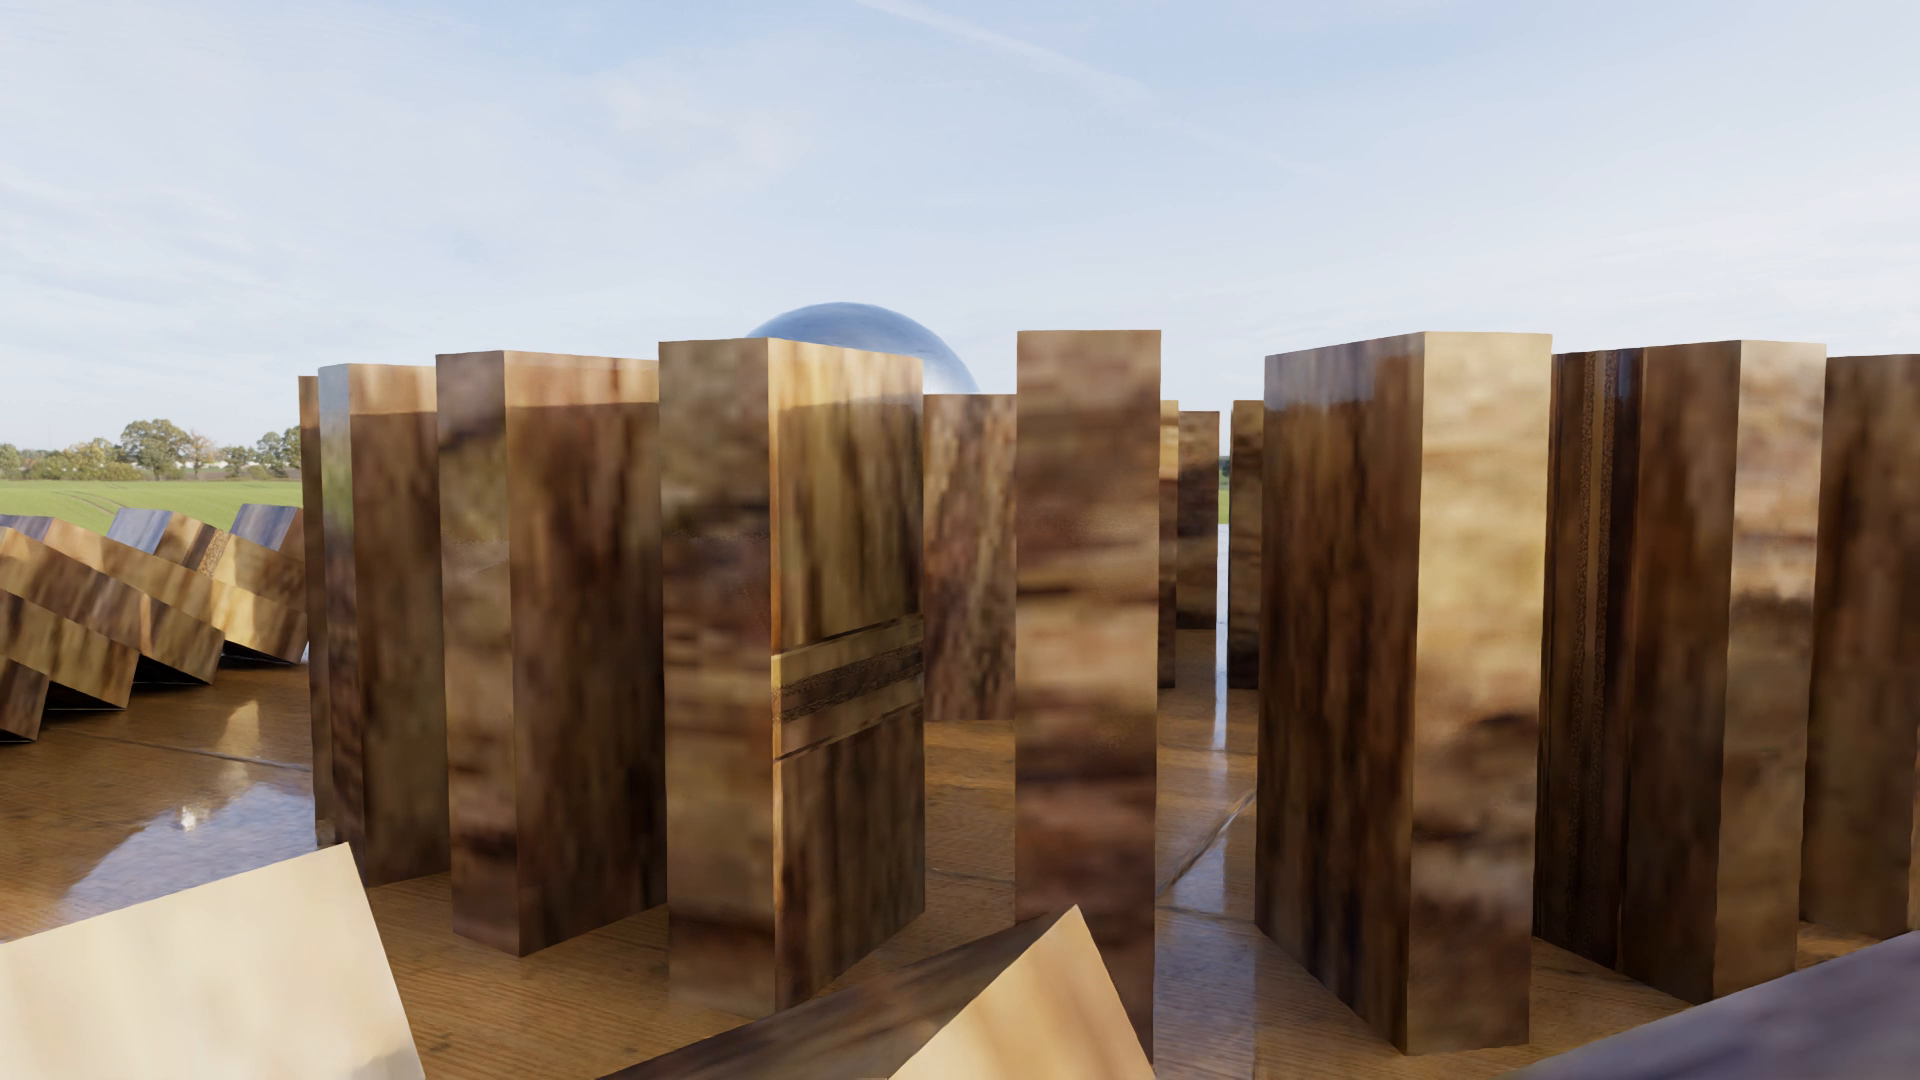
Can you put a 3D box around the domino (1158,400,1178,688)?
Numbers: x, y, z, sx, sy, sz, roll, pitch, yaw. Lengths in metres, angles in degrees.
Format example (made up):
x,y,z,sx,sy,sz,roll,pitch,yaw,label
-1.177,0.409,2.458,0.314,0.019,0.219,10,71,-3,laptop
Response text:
x,y,z,sx,sy,sz,roll,pitch,yaw,label
0.030,0.000,0.233,0.010,0.050,0.025,-1,4,-11,domino

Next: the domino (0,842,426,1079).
x,y,z,sx,sy,sz,roll,pitch,yaw,label
-0.042,0.024,0.039,0.050,0.010,0.025,-28,-10,28,domino

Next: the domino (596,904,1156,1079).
x,y,z,sx,sy,sz,roll,pitch,yaw,label
-0.021,0.025,0.030,0.050,0.010,0.025,-28,-8,24,domino

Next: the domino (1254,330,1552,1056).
x,y,z,sx,sy,sz,roll,pitch,yaw,label
0.033,0.010,0.100,0.009,0.050,0.025,-1,4,-11,domino

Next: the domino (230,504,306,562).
x,y,z,sx,sy,sz,roll,pitch,yaw,label
-0.125,0.007,0.273,0.025,0.010,0.050,3,-20,39,domino

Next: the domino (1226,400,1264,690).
x,y,z,sx,sy,sz,roll,pitch,yaw,label
0.054,0.000,0.233,0.009,0.050,0.025,1,4,11,domino

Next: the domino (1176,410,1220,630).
x,y,z,sx,sy,sz,roll,pitch,yaw,label
0.055,-0.005,0.305,0.009,0.050,0.025,0,4,6,domino

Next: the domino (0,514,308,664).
x,y,z,sx,sy,sz,roll,pitch,yaw,label
-0.148,0.010,0.234,0.025,0.009,0.050,2,-21,30,domino

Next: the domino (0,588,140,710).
x,y,z,sx,sy,sz,roll,pitch,yaw,label
-0.146,0.014,0.184,0.025,0.009,0.050,0,-21,0,domino

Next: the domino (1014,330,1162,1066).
x,y,z,sx,sy,sz,roll,pitch,yaw,label
0.010,0.010,0.099,0.009,0.050,0.025,0,4,6,domino

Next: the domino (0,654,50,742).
x,y,z,sx,sy,sz,roll,pitch,yaw,label
-0.143,0.016,0.161,0.025,0.010,0.050,0,-21,-4,domino

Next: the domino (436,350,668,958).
x,y,z,sx,sy,sz,roll,pitch,yaw,label
-0.033,0.009,0.117,0.010,0.050,0.025,3,5,35,domino

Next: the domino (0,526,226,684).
x,y,z,sx,sy,sz,roll,pitch,yaw,label
-0.147,0.012,0.207,0.025,0.009,0.050,0,-22,6,domino

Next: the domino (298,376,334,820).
x,y,z,sx,sy,sz,roll,pitch,yaw,label
-0.063,0.006,0.153,0.025,0.050,0.009,-2,5,-23,domino

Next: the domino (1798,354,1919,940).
x,y,z,sx,sy,sz,roll,pitch,yaw,label
0.076,0.009,0.120,0.009,0.050,0.025,-4,6,-42,domino

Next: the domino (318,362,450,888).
x,y,z,sx,sy,sz,roll,pitch,yaw,label
-0.051,0.008,0.133,0.025,0.050,0.009,-4,6,-42,domino

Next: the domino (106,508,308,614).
x,y,z,sx,sy,sz,roll,pitch,yaw,label
-0.139,0.008,0.256,0.025,0.009,0.050,3,-21,38,domino

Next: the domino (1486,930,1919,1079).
x,y,z,sx,sy,sz,roll,pitch,yaw,label
0.003,0.025,0.025,0.050,0.010,0.025,-29,-4,17,domino

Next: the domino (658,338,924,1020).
x,y,z,sx,sy,sz,roll,pitch,yaw,label
-0.013,0.010,0.106,0.009,0.050,0.025,2,5,24,domino

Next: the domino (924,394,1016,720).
x,y,z,sx,sy,sz,roll,pitch,yaw,label
0.000,0.002,0.201,0.025,0.050,0.009,0,4,0,domino

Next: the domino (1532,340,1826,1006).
x,y,z,sx,sy,sz,roll,pitch,yaw,label
0.056,0.009,0.108,0.010,0.050,0.025,-2,5,-24,domino

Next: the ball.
x,y,z,sx,sy,sz,roll,pitch,yaw,label
-0.031,-0.023,0.343,0.080,0.080,0.080,0,4,0,ball
